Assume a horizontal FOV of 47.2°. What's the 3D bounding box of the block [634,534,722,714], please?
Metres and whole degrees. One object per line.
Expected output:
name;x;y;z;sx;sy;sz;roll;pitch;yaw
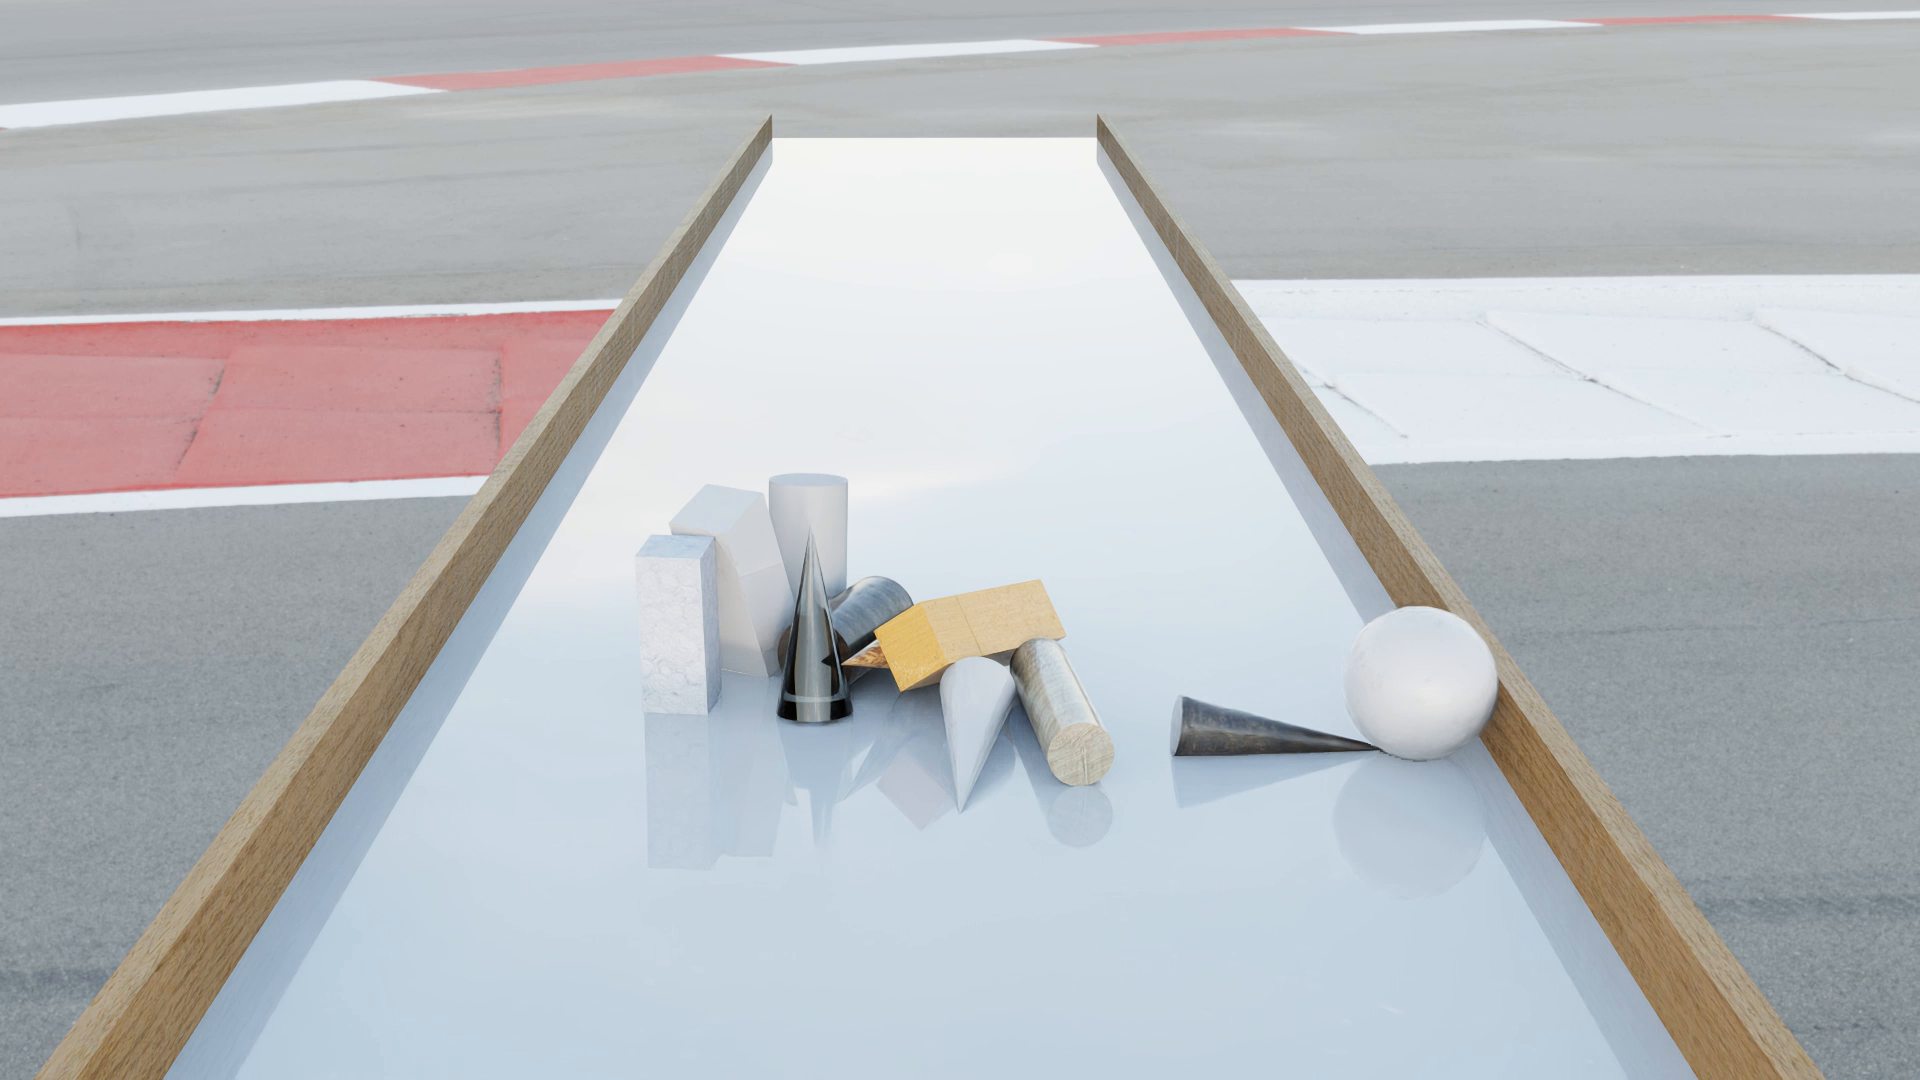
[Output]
block;-0.528;0.159;4.135;0.122;0.312;0.122;2;20;7

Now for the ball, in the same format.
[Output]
ball;0.814;0.253;3.898;0.272;0.272;0.272;0;17;0

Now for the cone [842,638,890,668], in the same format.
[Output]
cone;-0.135;0.211;4.167;0.133;0.133;0.383;8;8;25

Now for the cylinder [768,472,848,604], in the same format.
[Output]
cylinder;-0.311;0.041;4.483;0.161;0.332;0.161;1;11;0

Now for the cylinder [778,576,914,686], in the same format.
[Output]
cylinder;-0.219;0.187;4.319;0.159;0.159;0.300;7;18;22

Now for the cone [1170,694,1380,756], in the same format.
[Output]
cone;0.584;0.354;3.942;0.400;0.109;0.109;7;16;-4

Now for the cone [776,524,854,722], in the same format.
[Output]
cone;-0.274;0.145;4.090;0.145;0.359;0.145;0;11;0

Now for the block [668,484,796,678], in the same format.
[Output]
block;-0.433;0.081;4.289;0.134;0.354;0.134;9;40;29

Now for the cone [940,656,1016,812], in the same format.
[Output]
cone;0.016;0.369;3.865;0.141;0.141;0.418;1;26;4

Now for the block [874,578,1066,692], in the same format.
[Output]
block;0.025;0.179;4.220;0.126;0.126;0.396;-32;-14;34

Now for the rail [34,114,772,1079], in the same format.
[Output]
rail;-1.118;-0.838;7.780;0.050;0.150;12.000;0;17;-1

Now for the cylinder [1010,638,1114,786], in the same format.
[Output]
cylinder;0.180;0.305;3.996;0.117;0.117;0.450;-2;17;-7

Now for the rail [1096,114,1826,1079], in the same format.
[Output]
rail;0.932;-0.844;7.801;0.050;0.150;12.000;0;17;-1
